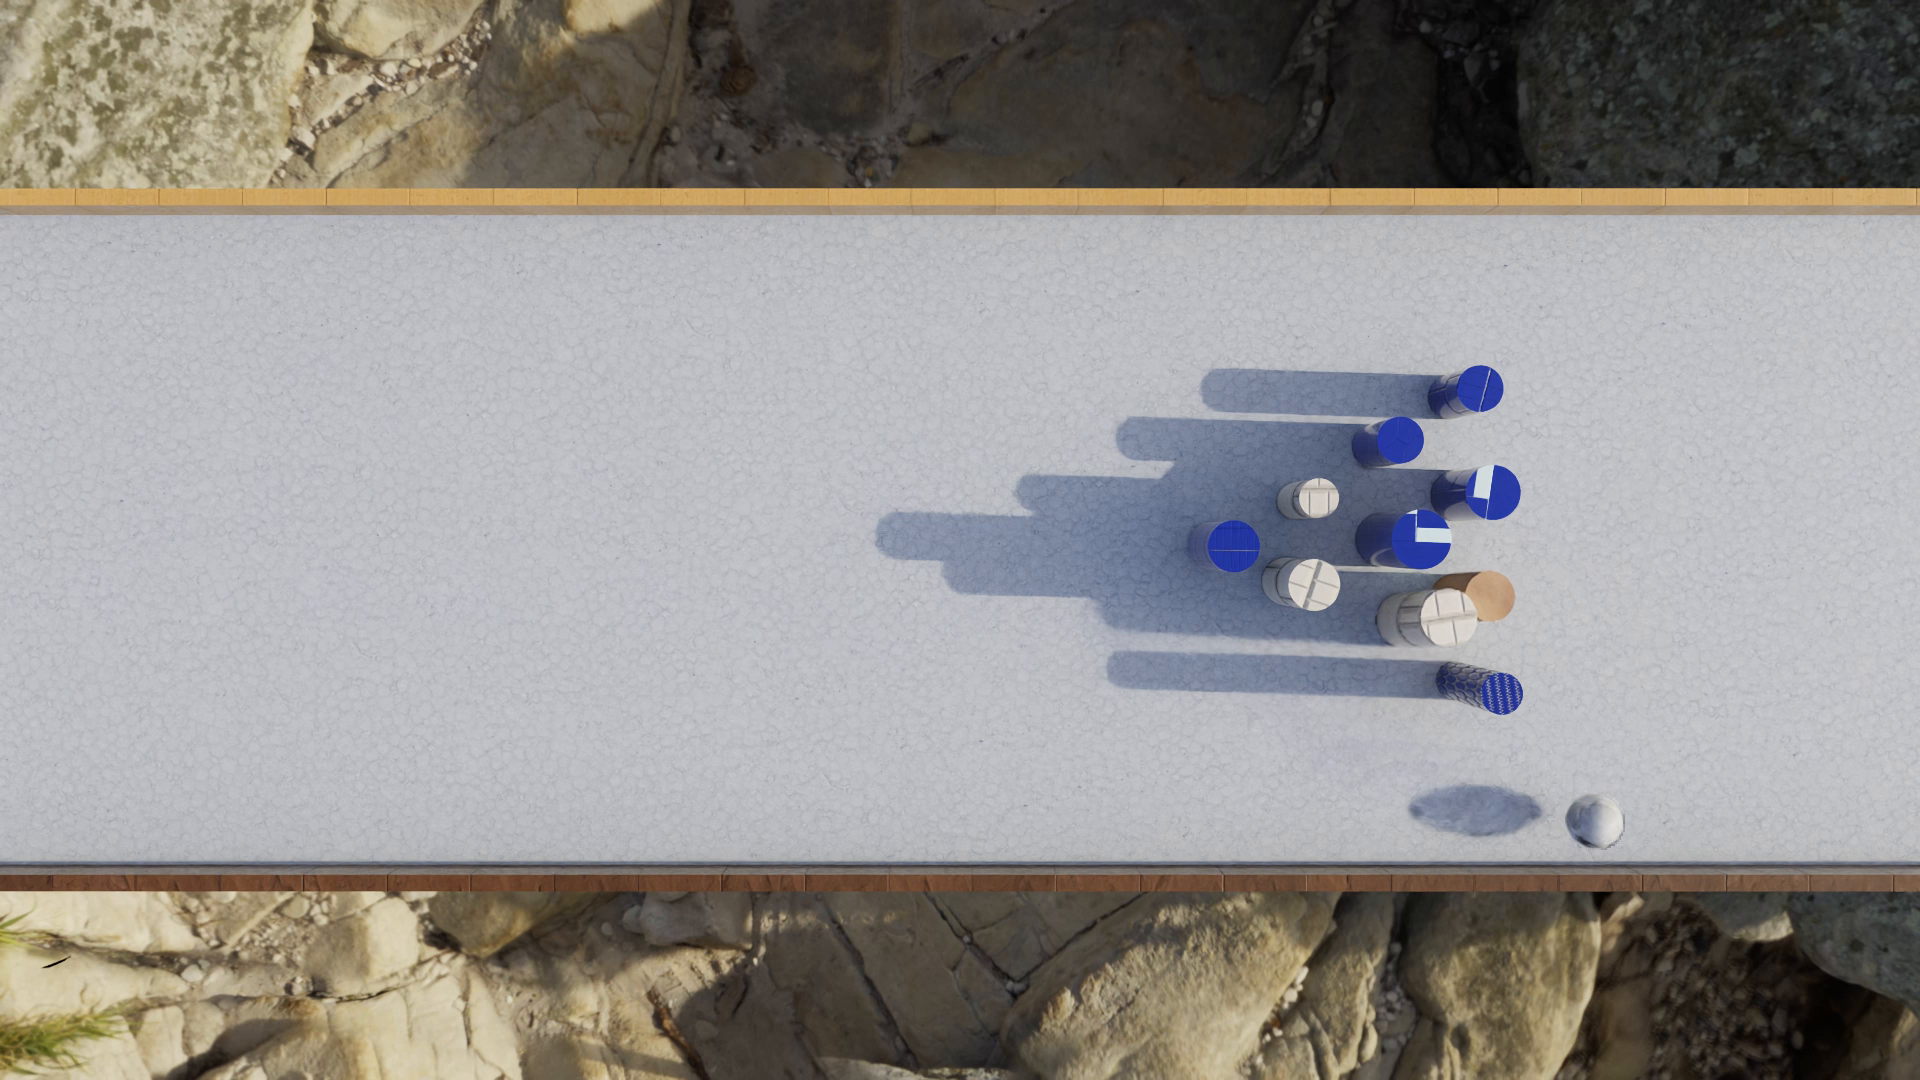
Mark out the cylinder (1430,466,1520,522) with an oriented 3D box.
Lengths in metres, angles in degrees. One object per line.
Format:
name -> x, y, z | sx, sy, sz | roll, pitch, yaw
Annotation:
cylinder -> 1.526, -0.136, 4.898 | 0.158, 0.357, 0.158 | 0, 90, 0

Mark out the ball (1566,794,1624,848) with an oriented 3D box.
ball -> 1.899, 0.842, 4.941 | 0.162, 0.162, 0.162 | 0, 90, 0

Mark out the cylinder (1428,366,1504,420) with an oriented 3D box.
cylinder -> 1.507, -0.439, 4.926 | 0.136, 0.301, 0.136 | 0, 90, 0

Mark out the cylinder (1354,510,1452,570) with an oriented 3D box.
cylinder -> 1.300, -0.001, 4.861 | 0.169, 0.432, 0.169 | 0, 90, 0

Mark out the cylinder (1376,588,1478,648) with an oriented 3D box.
cylinder -> 1.376, 0.235, 4.885 | 0.167, 0.366, 0.167 | 0, 86, -6

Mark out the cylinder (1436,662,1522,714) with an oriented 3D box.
cylinder -> 1.524, 0.432, 4.857 | 0.119, 0.438, 0.119 | 0, 90, 0

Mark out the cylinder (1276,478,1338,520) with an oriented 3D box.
cylinder -> 1.030, -0.120, 4.904 | 0.114, 0.345, 0.114 | 0, 90, 0

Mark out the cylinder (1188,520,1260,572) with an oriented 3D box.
cylinder -> 0.774, 0.018, 4.869 | 0.147, 0.414, 0.147 | 0, 90, 0

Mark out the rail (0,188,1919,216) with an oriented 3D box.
rail -> -2.247, -1.025, 5.002 | 12.000, 0.150, 0.050 | 0, 90, 0

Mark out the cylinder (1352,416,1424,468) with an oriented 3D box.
cylinder -> 1.273, -0.289, 4.920 | 0.136, 0.313, 0.136 | 0, 90, 0

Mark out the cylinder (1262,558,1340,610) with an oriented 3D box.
cylinder -> 1.000, 0.127, 4.866 | 0.146, 0.421, 0.146 | 0, 90, 0

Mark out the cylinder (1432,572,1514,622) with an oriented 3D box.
cylinder -> 1.525, 0.171, 4.921 | 0.147, 0.300, 0.147 | 0, 87, -3

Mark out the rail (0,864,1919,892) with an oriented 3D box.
rail -> -2.247, 1.025, 5.001 | 12.000, 0.150, 0.050 | 0, 90, 0
